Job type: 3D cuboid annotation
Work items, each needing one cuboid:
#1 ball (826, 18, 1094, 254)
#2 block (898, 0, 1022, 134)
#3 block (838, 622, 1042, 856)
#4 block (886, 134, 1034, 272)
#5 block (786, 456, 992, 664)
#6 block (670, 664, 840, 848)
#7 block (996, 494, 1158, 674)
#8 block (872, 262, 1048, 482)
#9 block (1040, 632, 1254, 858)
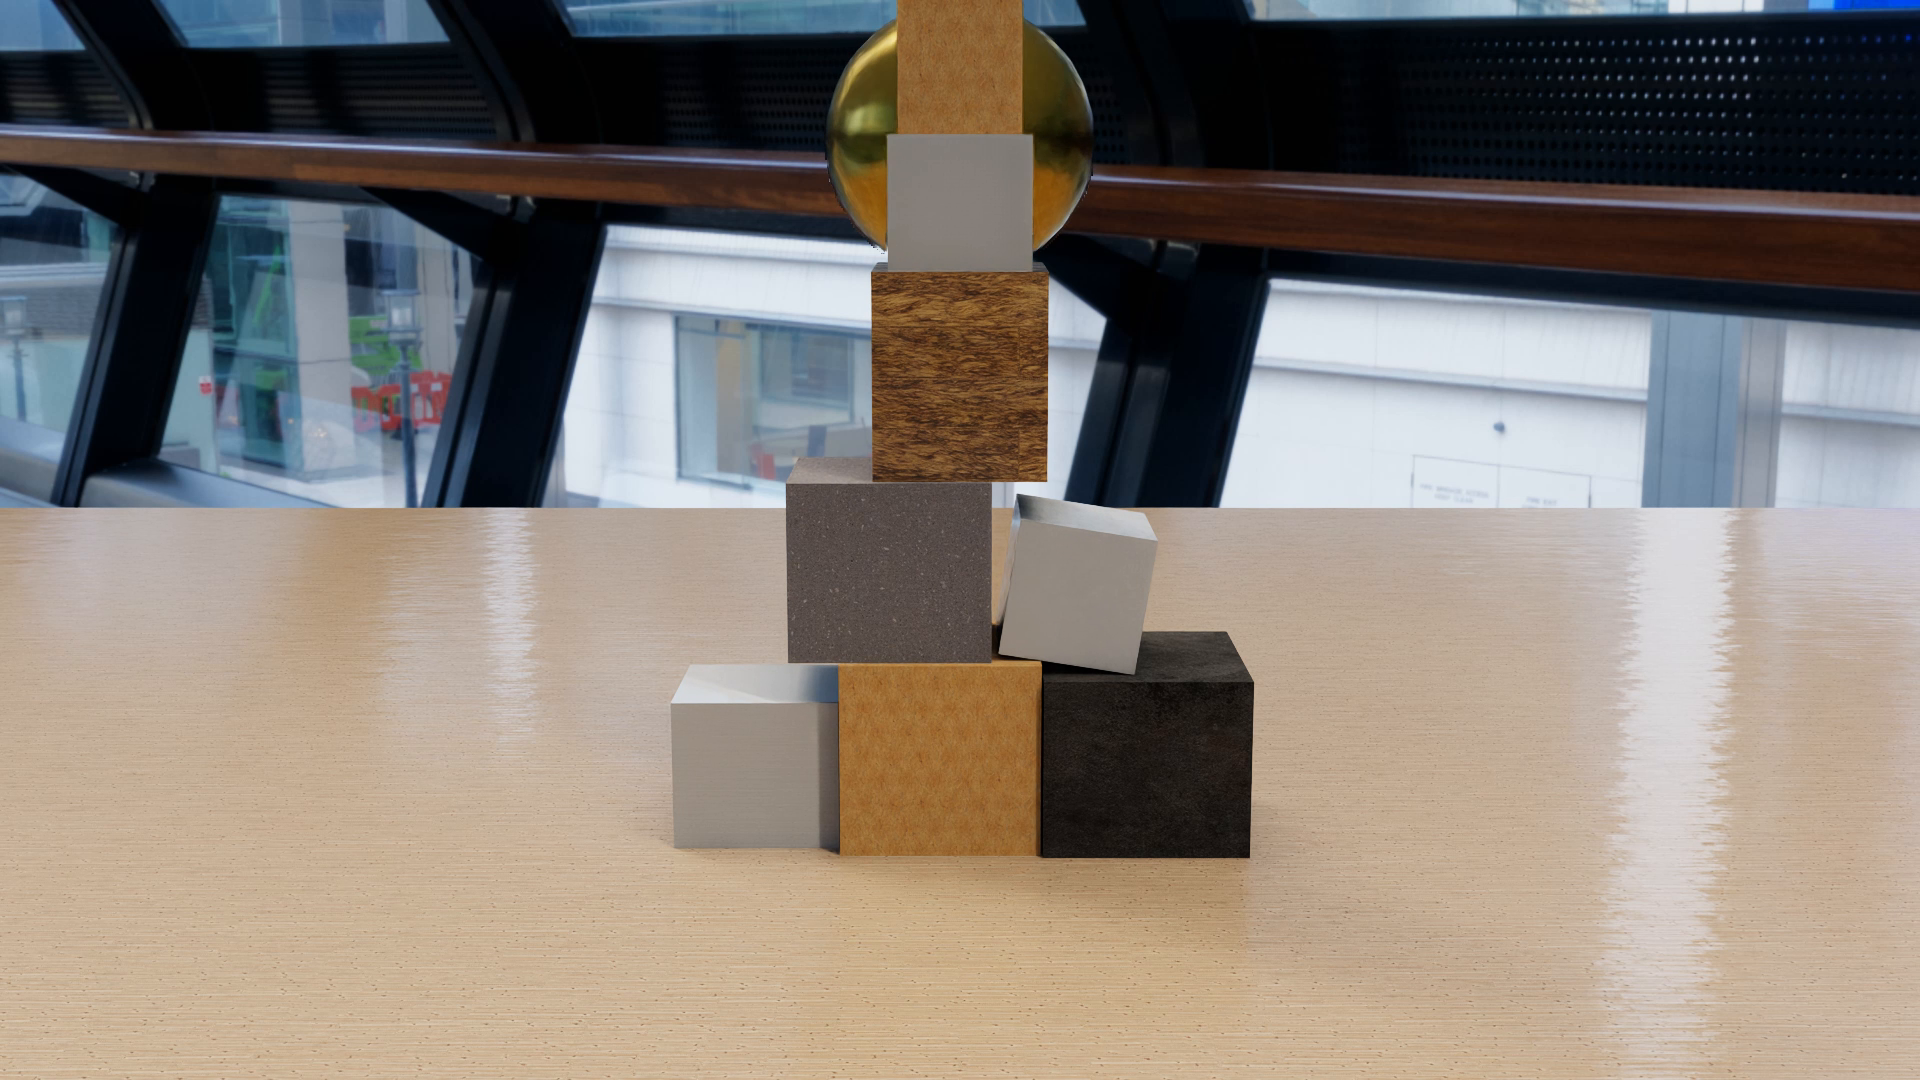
[{"bbox_3d":[0.000,-2.381,13.080,1.600,1.600,1.600,0,10,0],"label":"ball"},{"bbox_3d":[0.000,-2.348,10.741,0.590,0.720,0.711,0,10,0],"label":"block"},{"bbox_3d":[-0.098,1.002,11.351,0.996,0.967,1.028,0,10,0],"label":"block"},{"bbox_3d":[0.000,-1.675,10.868,0.695,0.648,0.729,0,10,0],"label":"block"},{"bbox_3d":[-0.346,0.085,11.187,1.001,0.895,0.907,0,10,0],"label":"block"},{"bbox_3d":[-1.021,1.106,11.380,0.831,0.752,0.813,0,10,0],"label":"block"},{"bbox_3d":[0.579,0.211,11.207,0.682,0.682,0.811,9,10,-2],"label":"block"},{"bbox_3d":[0.000,-0.859,11.033,0.851,1.017,0.859,0,10,0],"label":"block"},{"bbox_3d":[0.923,1.034,11.371,1.026,0.897,1.133,0,10,0],"label":"block"}]
